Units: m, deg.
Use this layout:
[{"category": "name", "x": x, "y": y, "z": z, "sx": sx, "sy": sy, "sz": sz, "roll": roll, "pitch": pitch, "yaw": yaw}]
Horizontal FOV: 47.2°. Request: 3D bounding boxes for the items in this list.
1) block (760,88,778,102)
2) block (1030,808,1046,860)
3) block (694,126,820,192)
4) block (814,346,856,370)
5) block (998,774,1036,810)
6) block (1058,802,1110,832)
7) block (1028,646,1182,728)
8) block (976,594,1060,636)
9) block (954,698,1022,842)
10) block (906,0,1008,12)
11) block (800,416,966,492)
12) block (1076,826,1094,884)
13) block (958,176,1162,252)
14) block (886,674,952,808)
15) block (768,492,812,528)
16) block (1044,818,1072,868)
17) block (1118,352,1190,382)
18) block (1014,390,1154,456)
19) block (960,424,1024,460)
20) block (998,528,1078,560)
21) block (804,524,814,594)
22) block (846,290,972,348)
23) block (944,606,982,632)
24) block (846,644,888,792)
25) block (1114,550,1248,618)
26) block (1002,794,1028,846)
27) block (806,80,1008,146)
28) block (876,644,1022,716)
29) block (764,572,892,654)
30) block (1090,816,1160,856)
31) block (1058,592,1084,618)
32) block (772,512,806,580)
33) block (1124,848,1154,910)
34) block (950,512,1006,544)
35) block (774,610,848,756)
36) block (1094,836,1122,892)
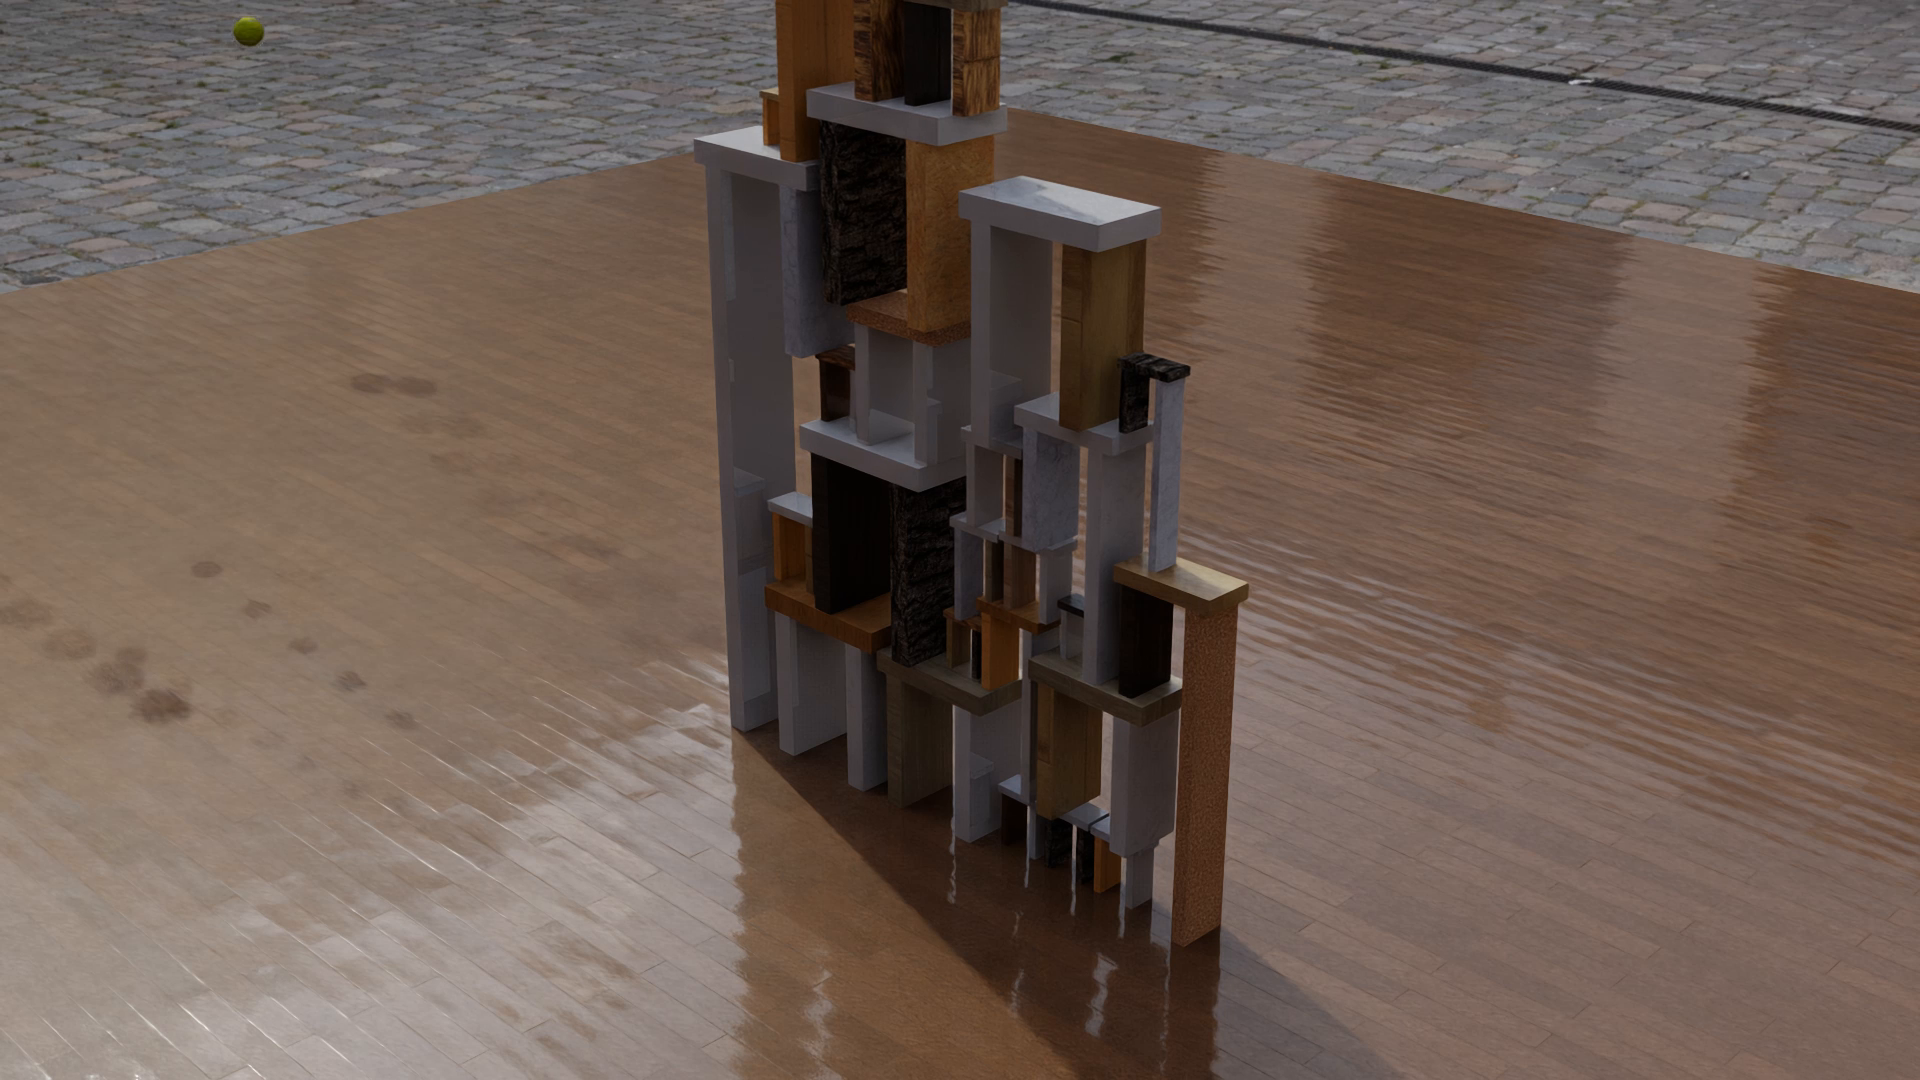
[{"category": "block", "x": -0.338, "y": -0.854, "z": 4.227, "sx": 0.091, "sy": 0.013, "sz": 0.045, "roll": 21, "pitch": 31, "yaw": 41}, {"category": "block", "x": 0.161, "y": 0.562, "z": 4.291, "sx": 0.056, "sy": 0.112, "sz": 0.016, "roll": -21, "pitch": 31, "yaw": -41}, {"category": "block", "x": -0.347, "y": -0.745, "z": 4.281, "sx": 0.168, "sy": 0.048, "sz": 0.336, "roll": -21, "pitch": 31, "yaw": -40}, {"category": "block", "x": -0.219, "y": -0.359, "z": 4.314, "sx": 0.127, "sy": 0.018, "sz": 0.063, "roll": 21, "pitch": 31, "yaw": 41}, {"category": "block", "x": 0.134, "y": 0.493, "z": 4.291, "sx": 0.056, "sy": 0.016, "sz": 0.113, "roll": -21, "pitch": 31, "yaw": -40}, {"category": "block", "x": 0.220, "y": 0.518, "z": 4.207, "sx": 0.061, "sy": 0.017, "sz": 0.122, "roll": -21, "pitch": 31, "yaw": -40}, {"category": "block", "x": 0.273, "y": 0.258, "z": 4.037, "sx": 0.139, "sy": 0.039, "sz": 0.277, "roll": -21, "pitch": 31, "yaw": -40}, {"category": "block", "x": 0.116, "y": 0.133, "z": 4.156, "sx": 0.081, "sy": 0.023, "sz": 0.161, "roll": -21, "pitch": 31, "yaw": -40}, {"category": "block", "x": 0.056, "y": 0.440, "z": 4.352, "sx": 0.145, "sy": 0.291, "sz": 0.041, "roll": -21, "pitch": 31, "yaw": -41}, {"category": "block", "x": -0.013, "y": -0.949, "z": 3.832, "sx": 0.182, "sy": 0.026, "sz": 0.091, "roll": 21, "pitch": 31, "yaw": 41}, {"category": "block", "x": -0.138, "y": -0.181, "z": 4.306, "sx": 0.339, "sy": 0.048, "sz": 0.170, "roll": 21, "pitch": 31, "yaw": 41}, {"category": "block", "x": 0.249, "y": 0.593, "z": 4.208, "sx": 0.017, "sy": 0.121, "sz": 0.061, "roll": 21, "pitch": 31, "yaw": 41}, {"category": "block", "x": 0.170, "y": -0.566, "z": 3.799, "sx": 0.326, "sy": 0.046, "sz": 0.163, "roll": 21, "pitch": 31, "yaw": 40}, {"category": "block", "x": -0.081, "y": 0.386, "z": 4.478, "sx": 0.041, "sy": 0.291, "sz": 0.145, "roll": 21, "pitch": 31, "yaw": 41}, {"category": "block", "x": -0.320, "y": -0.062, "z": 4.543, "sx": 0.150, "sy": 0.021, "sz": 0.075, "roll": 21, "pitch": 31, "yaw": 40}, {"category": "block", "x": 0.192, "y": 0.571, "z": 4.261, "sx": 0.017, "sy": 0.121, "sz": 0.061, "roll": 21, "pitch": 31, "yaw": 41}, {"category": "block", "x": 0.329, "y": -0.294, "z": 3.739, "sx": 0.057, "sy": 0.016, "sz": 0.114, "roll": -21, "pitch": 31, "yaw": -40}, {"category": "block", "x": 0.220, "y": -0.207, "z": 3.890, "sx": 0.117, "sy": 0.033, "sz": 0.234, "roll": -21, "pitch": 31, "yaw": -40}, {"category": "block", "x": 0.083, "y": -0.187, "z": 4.056, "sx": 0.156, "sy": 0.022, "sz": 0.078, "roll": 21, "pitch": 31, "yaw": 40}, {"category": "block", "x": 0.144, "y": -0.001, "z": 4.069, "sx": 0.068, "sy": 0.019, "sz": 0.136, "roll": -21, "pitch": 31, "yaw": -40}, {"category": "block", "x": -0.284, "y": 0.031, "z": 4.544, "sx": 0.021, "sy": 0.150, "sz": 0.075, "roll": 21, "pitch": 31, "yaw": 41}, {"category": "block", "x": -0.087, "y": -0.418, "z": 4.139, "sx": 0.242, "sy": 0.034, "sz": 0.121, "roll": 21, "pitch": 31, "yaw": 40}, {"category": "block", "x": 0.022, "y": 0.150, "z": 4.273, "sx": 0.103, "sy": 0.015, "sz": 0.052, "roll": 21, "pitch": 31, "yaw": 41}, {"category": "block", "x": -0.158, "y": 0.341, "z": 4.540, "sx": 0.046, "sy": 0.326, "sz": 0.163, "roll": 21, "pitch": 31, "yaw": 41}, {"category": "block", "x": 0.384, "y": 0.073, "z": 3.834, "sx": 0.215, "sy": 0.030, "sz": 0.108, "roll": 21, "pitch": 31, "yaw": 41}, {"category": "block", "x": 0.108, "y": 0.542, "z": 4.340, "sx": 0.056, "sy": 0.113, "sz": 0.016, "roll": -21, "pitch": 31, "yaw": -41}, {"category": "block", "x": -0.099, "y": -0.782, "z": 3.999, "sx": 0.174, "sy": 0.049, "sz": 0.347, "roll": -21, "pitch": 31, "yaw": -40}, {"category": "block", "x": -0.013, "y": 0.260, "z": 4.350, "sx": 0.291, "sy": 0.041, "sz": 0.145, "roll": 21, "pitch": 31, "yaw": 41}, {"category": "block", "x": -0.235, "y": 0.140, "z": 4.538, "sx": 0.326, "sy": 0.046, "sz": 0.163, "roll": 21, "pitch": 31, "yaw": 41}, {"category": "block", "x": 0.309, "y": 0.555, "z": 4.127, "sx": 0.059, "sy": 0.017, "sz": 0.119, "roll": -21, "pitch": 31, "yaw": -40}, {"category": "block", "x": 0.232, "y": 0.124, "z": 4.031, "sx": 0.050, "sy": 0.014, "sz": 0.099, "roll": -21, "pitch": 31, "yaw": -40}, {"category": "block", "x": -0.355, "y": 0.003, "z": 4.610, "sx": 0.021, "sy": 0.150, "sz": 0.075, "roll": 21, "pitch": 31, "yaw": 41}, {"category": "block", "x": 0.337, "y": 0.628, "z": 4.128, "sx": 0.059, "sy": 0.119, "sz": 0.017, "roll": -21, "pitch": 31, "yaw": -41}, {"category": "block", "x": 0.047, "y": -0.027, "z": 4.161, "sx": 0.125, "sy": 0.018, "sz": 0.063, "roll": 21, "pitch": 31, "yaw": 40}, {"category": "block", "x": -0.312, "y": 0.281, "z": 4.682, "sx": 0.046, "sy": 0.326, "sz": 0.163, "roll": 21, "pitch": 31, "yaw": 41}, {"category": "block", "x": 0.281, "y": 0.606, "z": 4.180, "sx": 0.017, "sy": 0.119, "sz": 0.059, "roll": 21, "pitch": 31, "yaw": 41}]
